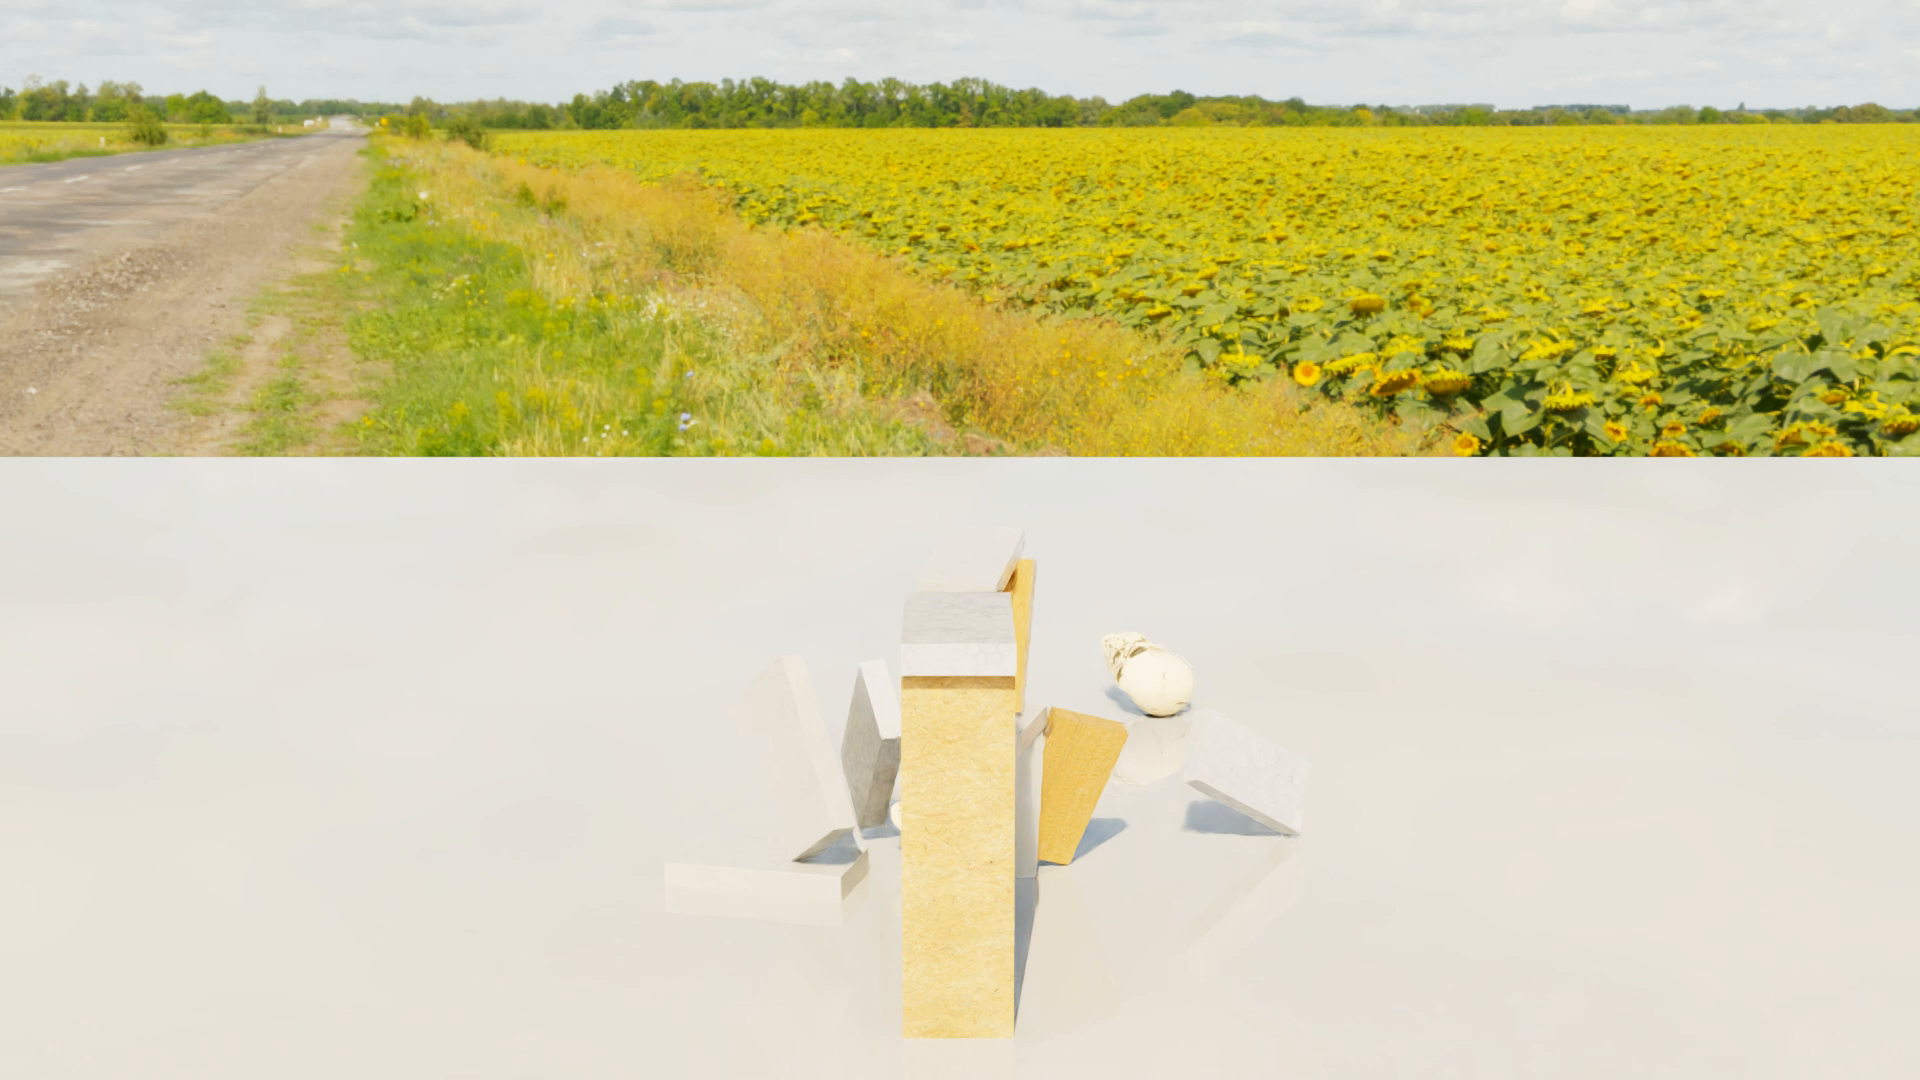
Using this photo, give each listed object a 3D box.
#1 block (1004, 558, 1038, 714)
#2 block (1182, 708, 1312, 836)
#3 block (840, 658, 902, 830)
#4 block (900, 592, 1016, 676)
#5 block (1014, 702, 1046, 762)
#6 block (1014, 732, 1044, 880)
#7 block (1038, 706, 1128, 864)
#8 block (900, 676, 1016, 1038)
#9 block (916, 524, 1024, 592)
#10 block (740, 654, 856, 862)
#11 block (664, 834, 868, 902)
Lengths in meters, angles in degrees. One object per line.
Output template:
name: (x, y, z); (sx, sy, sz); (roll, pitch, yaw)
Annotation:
block: (0.051, 0.154, 3.629); (0.126, 0.252, 0.036); (4, -5, 12)
block: (0.513, 0.414, 3.916); (0.270, 0.135, 0.038); (29, -28, -31)
block: (-0.153, 0.359, 3.830); (0.044, 0.310, 0.155); (-8, 56, -16)
block: (-0.003, 0.129, 3.099); (0.155, 0.044, 0.310); (0, 12, 0)
block: (0.034, 0.324, 3.568); (0.135, 0.038, 0.269); (7, 20, 19)
block: (0.065, 0.447, 3.692); (0.135, 0.269, 0.038); (-4, 23, -15)
block: (0.172, 0.422, 3.758); (0.135, 0.270, 0.038); (14, 21, -22)
block: (-0.002, 0.433, 3.054); (0.155, 0.532, 0.044); (0, 11, 0)
block: (0.020, 0.039, 3.544); (0.126, 0.036, 0.252); (4, 22, 11)
block: (-0.274, 0.365, 3.693); (0.044, 0.310, 0.155); (-4, -24, -36)
block: (-0.327, 0.555, 3.734); (0.310, 0.044, 0.155); (3, 11, 14)
